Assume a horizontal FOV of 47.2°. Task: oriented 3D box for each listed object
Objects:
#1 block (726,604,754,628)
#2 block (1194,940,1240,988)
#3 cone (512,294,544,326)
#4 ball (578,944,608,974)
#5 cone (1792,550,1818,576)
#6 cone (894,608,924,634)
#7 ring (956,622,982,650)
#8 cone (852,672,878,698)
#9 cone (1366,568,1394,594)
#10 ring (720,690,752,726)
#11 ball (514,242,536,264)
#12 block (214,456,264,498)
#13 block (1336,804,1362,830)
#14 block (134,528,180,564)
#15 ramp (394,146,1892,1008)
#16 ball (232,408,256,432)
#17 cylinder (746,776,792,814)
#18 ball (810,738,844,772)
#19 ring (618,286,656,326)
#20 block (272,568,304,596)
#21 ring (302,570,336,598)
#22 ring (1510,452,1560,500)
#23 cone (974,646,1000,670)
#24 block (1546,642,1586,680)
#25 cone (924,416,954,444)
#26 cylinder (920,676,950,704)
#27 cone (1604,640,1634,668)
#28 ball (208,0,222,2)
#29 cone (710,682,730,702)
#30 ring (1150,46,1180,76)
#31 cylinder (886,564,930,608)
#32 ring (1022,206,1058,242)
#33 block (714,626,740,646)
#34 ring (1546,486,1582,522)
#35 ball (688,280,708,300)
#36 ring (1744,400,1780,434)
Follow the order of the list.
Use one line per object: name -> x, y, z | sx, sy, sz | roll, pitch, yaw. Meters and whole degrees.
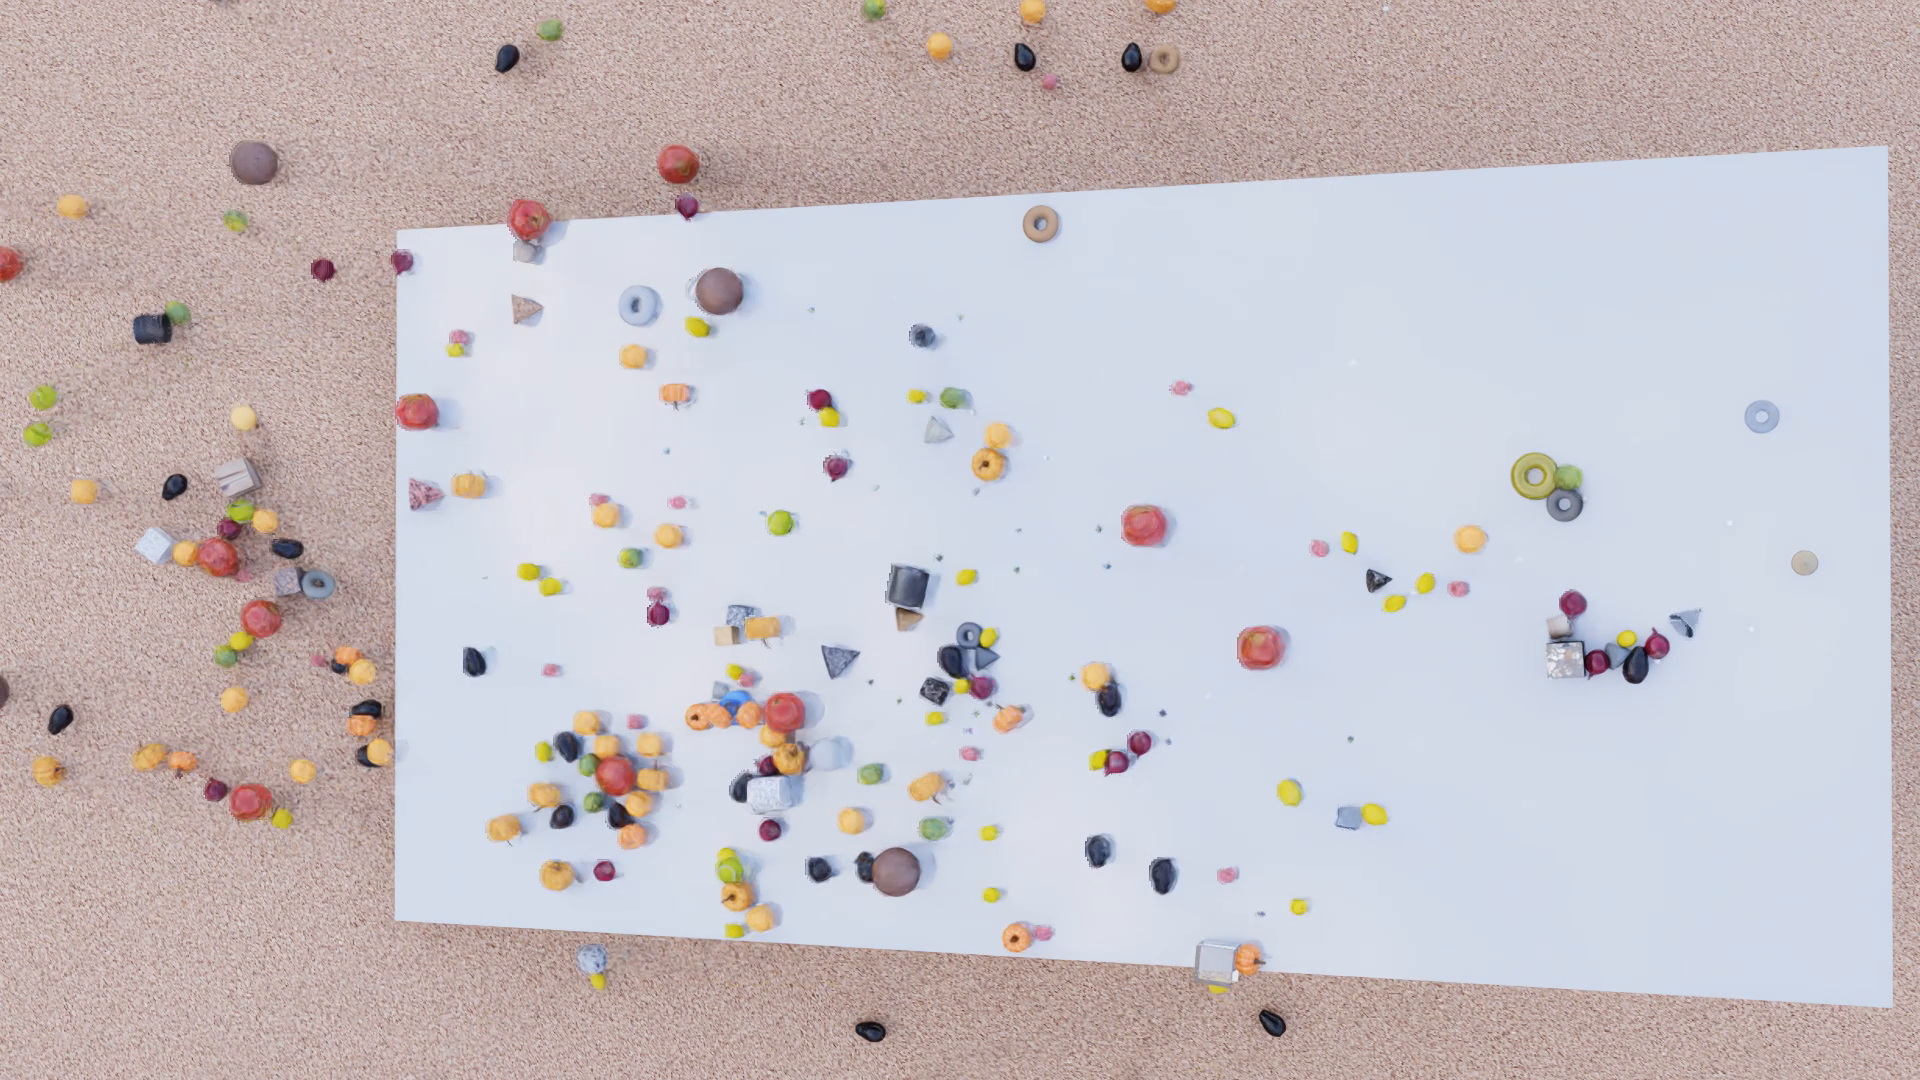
block -> -0.600, 0.208, 5.995 | 0.054, 0.054, 0.054 | 9, 92, 18
block -> 0.648, 1.067, 5.543 | 0.095, 0.095, 0.095 | 5, 91, 19
cone -> -1.219, -0.655, 6.222 | 0.089, 0.089, 0.089 | -5, 89, -8
ball -> -1.058, 1.206, 6.339 | 0.088, 0.088, 0.088 | 0, 89, 0
cone -> 1.973, 0.053, 5.131 | 0.060, 0.060, 0.060 | 0, 89, 19
cone -> -0.128, 0.207, 5.848 | 0.075, 0.075, 0.075 | -15, 89, -20
ring -> 0.024, 0.253, 5.800 | 0.075, 0.025, 0.075 | 1, 93, 20
cone -> -0.248, 0.384, 5.889 | 0.072, 0.072, 0.072 | 0, 93, 8
cone -> 1.047, 0.099, 5.458 | 0.061, 0.061, 0.061 | -5, 89, -8
ring -> -0.611, 0.460, 6.007 | 0.097, 0.032, 0.097 | 1, 92, 17
ball -> -1.228, -0.812, 6.215 | 0.062, 0.062, 0.062 | 0, 89, 0
block -> -2.108, -0.182, 6.425 | 0.091, 0.091, 0.091 | -23, 89, 0
block -> 0.967, 0.689, 5.464 | 0.052, 0.052, 0.052 | 8, 92, 18
block -> -2.347, 0.016, 6.430 | 0.076, 0.076, 0.076 | 38, 89, 0
ramp -> 0.277, 0.092, 5.784 | 4.000, 0.100, 2.000 | 0, 89, 19
ball -> -2.096, -0.353, 6.438 | 0.070, 0.070, 0.070 | 0, 89, 0
cylinder -> -0.513, 0.685, 5.929 | 0.094, 0.094, 0.094 | -8, 89, 18
ball -> -0.358, 0.576, 5.890 | 0.090, 0.090, 0.090 | 0, 89, 0
ring -> -0.897, -0.652, 6.115 | 0.115, 0.038, 0.115 | 0, 91, 19
block -> -1.960, 0.122, 6.431 | 0.071, 0.071, 0.071 | -13, 89, 0
ring -> -1.877, 0.129, 6.432 | 0.097, 0.032, 0.097 | 12, 54, -17
ring -> 1.396, -0.155, 5.339 | 0.117, 0.039, 0.117 | 0, 90, 17
cone -> 0.077, 0.309, 5.780 | 0.067, 0.067, 0.067 | -4, 89, -8
block -> 1.456, 0.289, 5.288 | 0.084, 0.084, 0.084 | -5, 88, 18
cone -> -0.049, -0.283, 5.828 | 0.076, 0.076, 0.076 | 14, 89, -9
cylinder -> -0.067, 0.398, 5.812 | 0.057, 0.057, 0.057 | 23, 89, 17
cone -> 1.591, 0.275, 5.272 | 0.067, 0.067, 0.067 | 2, 89, -22
ball -> -2.187, -1.621, 6.447 | 0.088, 0.088, 0.088 | 0, 89, 0
cone -> -0.651, 0.417, 6.025 | 0.053, 0.053, 0.053 | 1, 89, -23
ring -> 0.602, -1.411, 6.470 | 0.088, 0.029, 0.088 | 1, 96, 5
cylinder -> -0.136, 0.123, 5.818 | 0.096, 0.096, 0.096 | 13, 94, 0
ring -> 0.211, -0.826, 5.749 | 0.098, 0.033, 0.098 | 0, 90, 18
block -> -0.637, 0.261, 6.008 | 0.052, 0.052, 0.052 | -5, 88, 18
ring -> 1.462, -0.087, 5.321 | 0.087, 0.029, 0.087 | 0, 90, 20
ball -> -0.722, -0.687, 6.047 | 0.056, 0.056, 0.056 | 0, 89, 0
ring -> 1.890, -0.290, 5.181 | 0.080, 0.027, 0.080 | -1, 88, 22
